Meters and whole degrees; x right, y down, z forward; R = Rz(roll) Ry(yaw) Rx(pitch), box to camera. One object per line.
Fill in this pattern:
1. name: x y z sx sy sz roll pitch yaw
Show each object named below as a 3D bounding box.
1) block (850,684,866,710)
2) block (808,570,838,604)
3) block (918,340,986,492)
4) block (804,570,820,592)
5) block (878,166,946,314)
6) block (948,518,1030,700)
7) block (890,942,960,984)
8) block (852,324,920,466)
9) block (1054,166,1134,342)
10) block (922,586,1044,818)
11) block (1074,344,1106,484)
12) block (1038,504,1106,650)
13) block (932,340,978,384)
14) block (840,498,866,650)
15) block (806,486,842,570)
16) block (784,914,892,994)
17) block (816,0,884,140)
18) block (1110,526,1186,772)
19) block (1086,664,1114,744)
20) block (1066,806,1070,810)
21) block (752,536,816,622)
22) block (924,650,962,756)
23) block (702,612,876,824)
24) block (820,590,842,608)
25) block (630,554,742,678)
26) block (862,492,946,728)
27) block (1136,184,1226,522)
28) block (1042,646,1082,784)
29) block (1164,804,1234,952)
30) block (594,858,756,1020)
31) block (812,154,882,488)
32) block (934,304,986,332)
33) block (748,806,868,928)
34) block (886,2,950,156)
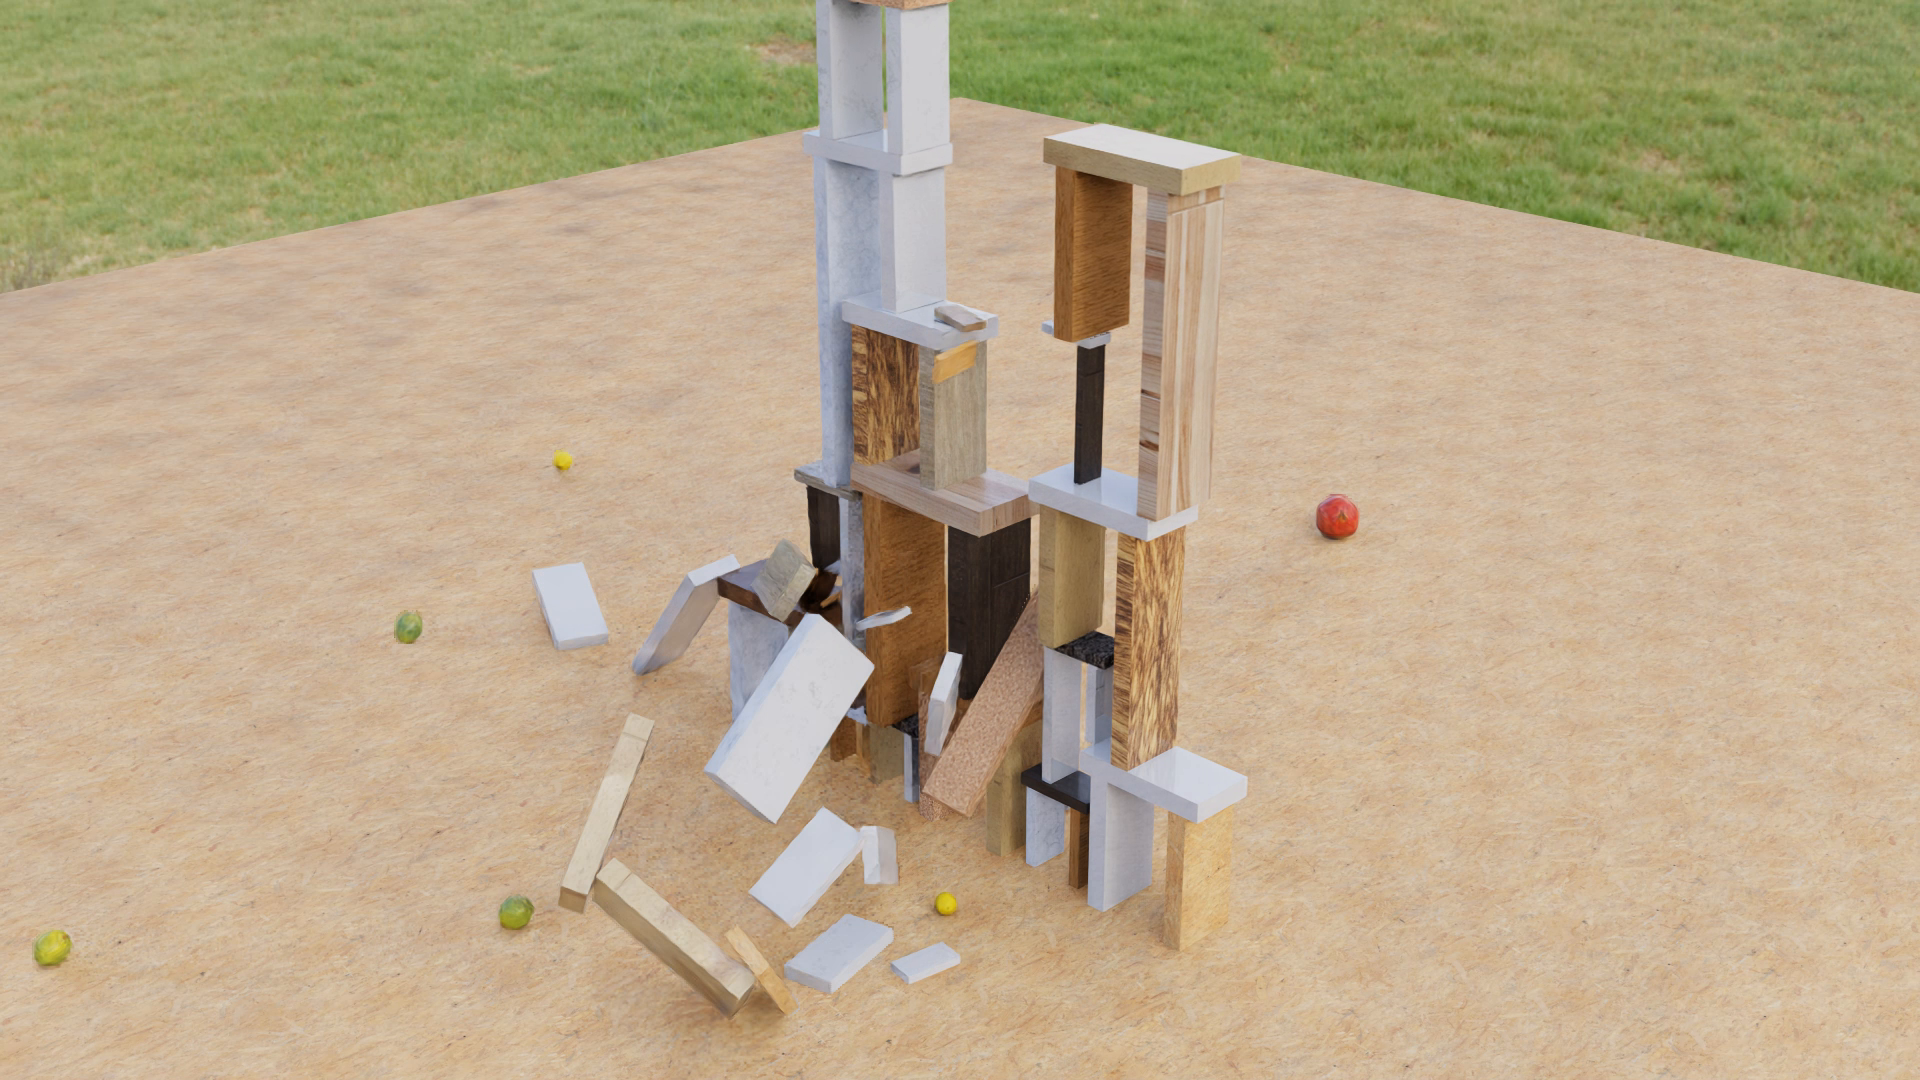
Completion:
1. block: -0.206 0.285 4.568 0.013 0.130 0.046 23 32 40
2. block: -0.280 0.088 4.567 0.047 0.095 0.013 -21 56 -40
3. block: -0.012 -0.244 4.130 0.040 0.279 0.140 21 31 40
4. block: -0.303 0.084 4.600 0.047 0.013 0.095 -22 -12 -41
5. block: -0.087 -0.565 4.089 0.037 0.264 0.132 19 30 41
6. block: 0.056 0.116 4.213 0.050 0.350 0.175 21 31 40
7. block: -0.062 0.759 3.950 0.113 0.016 0.057 -16 28 -33
8. block: -0.143 -0.295 4.250 0.040 0.279 0.139 21 31 40
9. block: 0.229 -0.503 3.772 0.043 0.301 0.150 21 31 40
10. block: 0.095 0.283 4.159 0.102 0.495 0.029 26 -8 31
11. block: 0.228 -0.225 3.876 0.016 0.253 0.057 20 30 40
12. block: 0.204 0.047 4.013 0.039 0.276 0.138 21 31 40
13. block: -0.010 -0.325 3.994 0.014 0.050 0.100 34 43 28
14. block: -0.199 0.062 4.460 0.025 0.338 0.088 20 30 41
15. block: -0.273 -0.037 4.489 0.025 0.175 0.088 10 25 29
16. block: -0.218 0.745 3.968 0.099 0.028 0.198 14 26 29
17. block: -0.203 -0.882 4.069 0.037 0.259 0.130 20 30 40
18. block: 0.336 0.182 3.931 0.039 0.459 0.138 21 31 41
19. block: 0.268 0.290 4.059 0.080 0.160 0.023 -21 31 -40
20. block: 0.264 0.510 4.390 0.014 0.048 0.225 -11 -9 33
21. block: -0.361 0.079 4.502 0.035 0.122 0.244 32 3 -19
22. block: -0.031 0.300 4.027 0.029 0.204 0.102 17 57 7
23. block: -0.303 0.318 3.935 0.045 0.159 0.345 4 56 51
24. block: -0.246 0.114 4.540 0.046 0.013 0.092 -21 -4 -41
25. block: -0.613 0.172 4.888 0.122 0.441 0.035 -24 74 -35
26. block: -0.109 0.119 4.394 0.050 0.496 0.175 21 31 40
27. block: 0.370 -0.320 3.695 0.043 0.570 0.150 21 30 40
28. block: 0.193 0.318 4.152 0.080 0.285 0.023 -21 31 -41
29. block: 0.434 0.596 4.000 0.039 0.278 0.139 21 31 41
30. block: -0.491 0.683 3.763 0.319 0.159 0.045 39 65 7
31. block: -0.213 -0.430 4.277 0.132 0.660 0.037 -20 29 -39
32. block: 0.000 -0.407 4.033 0.050 0.014 0.100 -13 31 -31
33. block: -0.264 0.568 3.822 0.099 0.028 0.198 32 70 30
34. block: -0.076 -0.834 3.958 0.037 0.259 0.130 18 29 36
